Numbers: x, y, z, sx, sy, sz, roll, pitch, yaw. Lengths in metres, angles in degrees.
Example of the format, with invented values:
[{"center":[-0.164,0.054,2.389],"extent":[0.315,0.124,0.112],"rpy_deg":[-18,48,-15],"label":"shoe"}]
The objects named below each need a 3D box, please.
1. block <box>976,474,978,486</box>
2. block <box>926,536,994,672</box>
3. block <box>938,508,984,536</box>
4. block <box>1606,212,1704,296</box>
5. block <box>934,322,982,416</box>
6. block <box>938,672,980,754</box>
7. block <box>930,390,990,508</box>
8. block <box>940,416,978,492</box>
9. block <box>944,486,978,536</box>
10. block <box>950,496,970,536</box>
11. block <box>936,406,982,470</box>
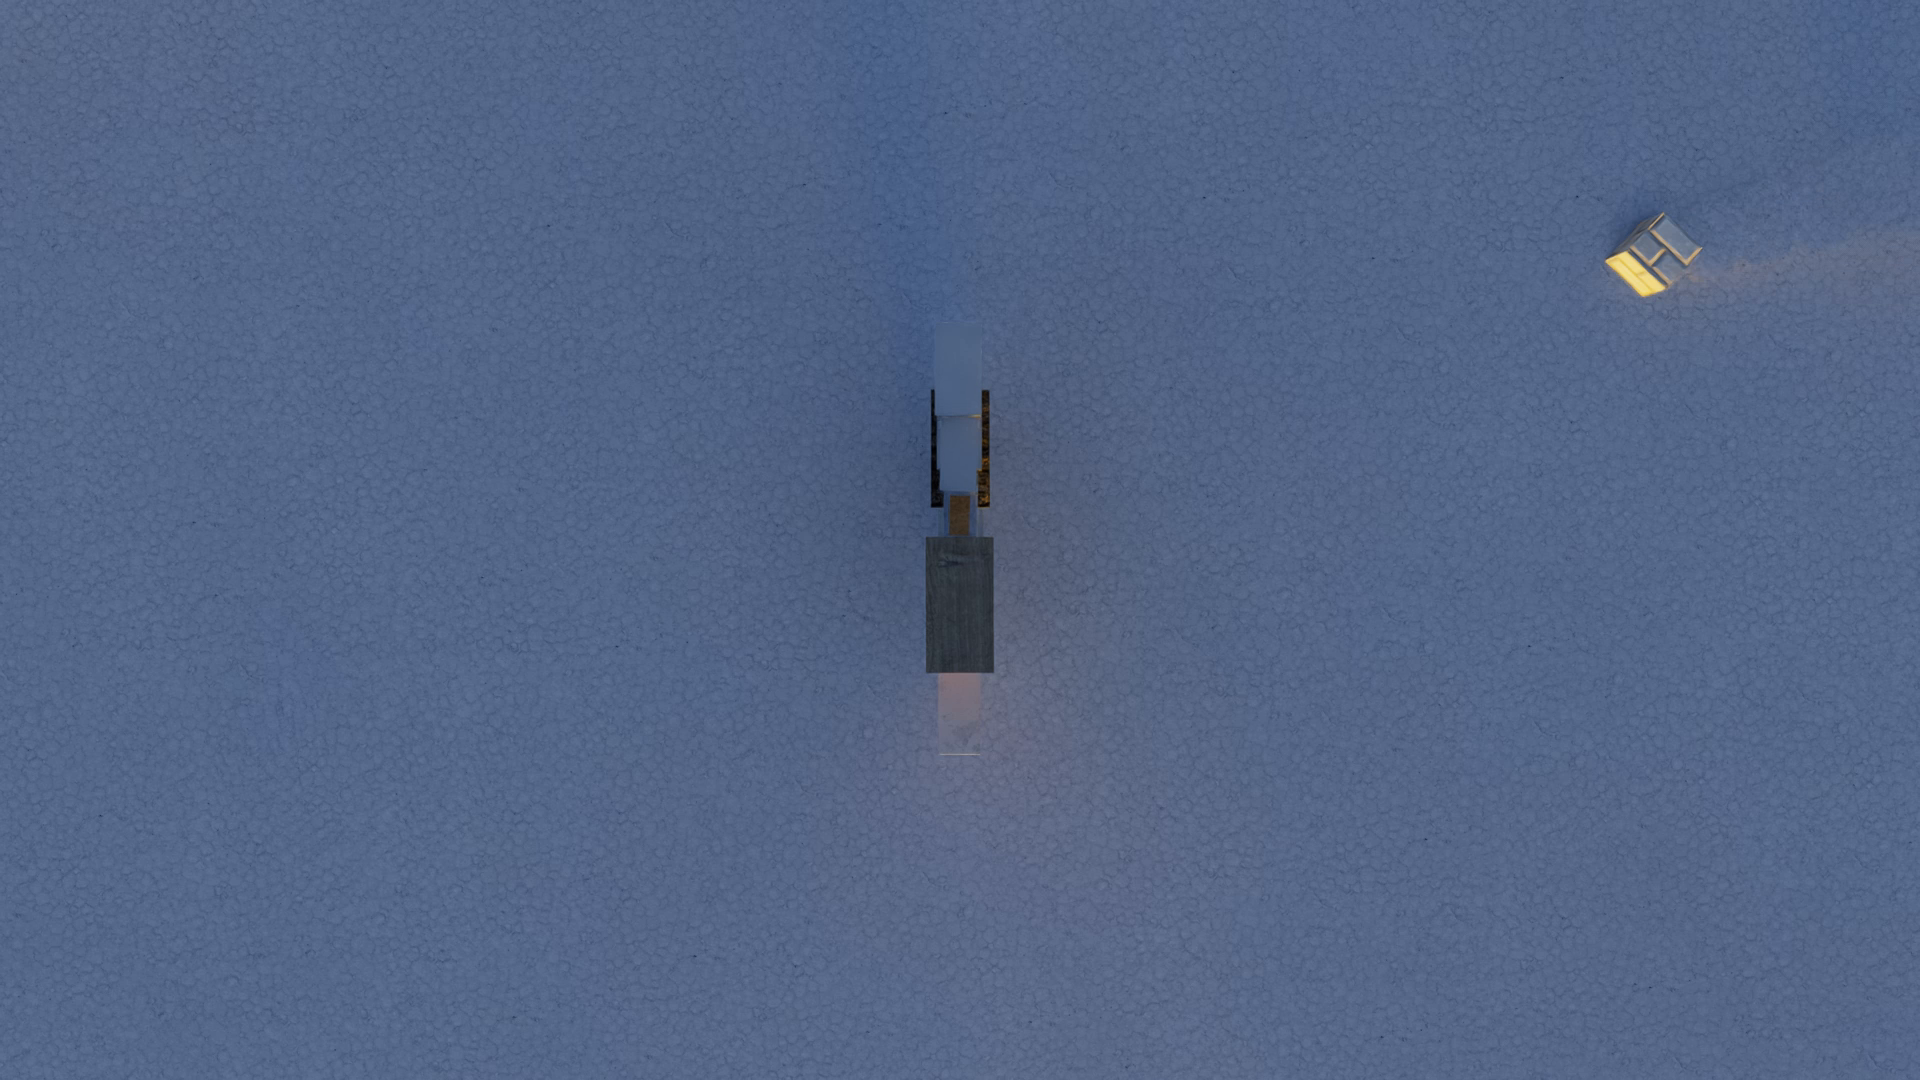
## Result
[{"center":[-0.002,-0.152,4.268],"extent":[0.092,0.245,0.026],"rpy_deg":[1,90,0],"label":"block"},{"center":[-0.001,0.156,3.998],"extent":[0.164,0.046,0.328],"rpy_deg":[0,90,0],"label":"block"},{"center":[0.003,-0.076,5.198],"extent":[0.141,0.040,0.282],"rpy_deg":[0,90,0],"label":"block"},{"center":[2.276,-0.936,5.412],"extent":[0.177,0.177,0.177],"rpy_deg":[43,90,0],"label":"block"},{"center":[-0.005,-0.422,4.085],"extent":[0.114,0.032,0.229],"rpy_deg":[0,90,0],"label":"block"},{"center":[-0.002,0.430,4.128],"extent":[0.104,0.030,0.209],"rpy_deg":[0,90,0],"label":"block"},{"center":[0.001,-0.255,4.622],"extent":[0.163,0.046,0.327],"rpy_deg":[0,90,0],"label":"block"},{"center":[-0.003,-0.215,4.132],"extent":[0.092,0.026,0.185],"rpy_deg":[2,90,0],"label":"block"},{"center":[0.002,-0.087,4.403],"extent":[0.091,0.026,0.183],"rpy_deg":[1,90,0],"label":"block"},{"center":[-0.001,-0.064,4.282],"extent":[0.050,0.014,0.101],"rpy_deg":[2,90,0],"label":"block"},{"center":[-0.002,-0.301,4.346],"extent":[0.118,0.033,0.236],"rpy_deg":[0,90,0],"label":"block"}]
